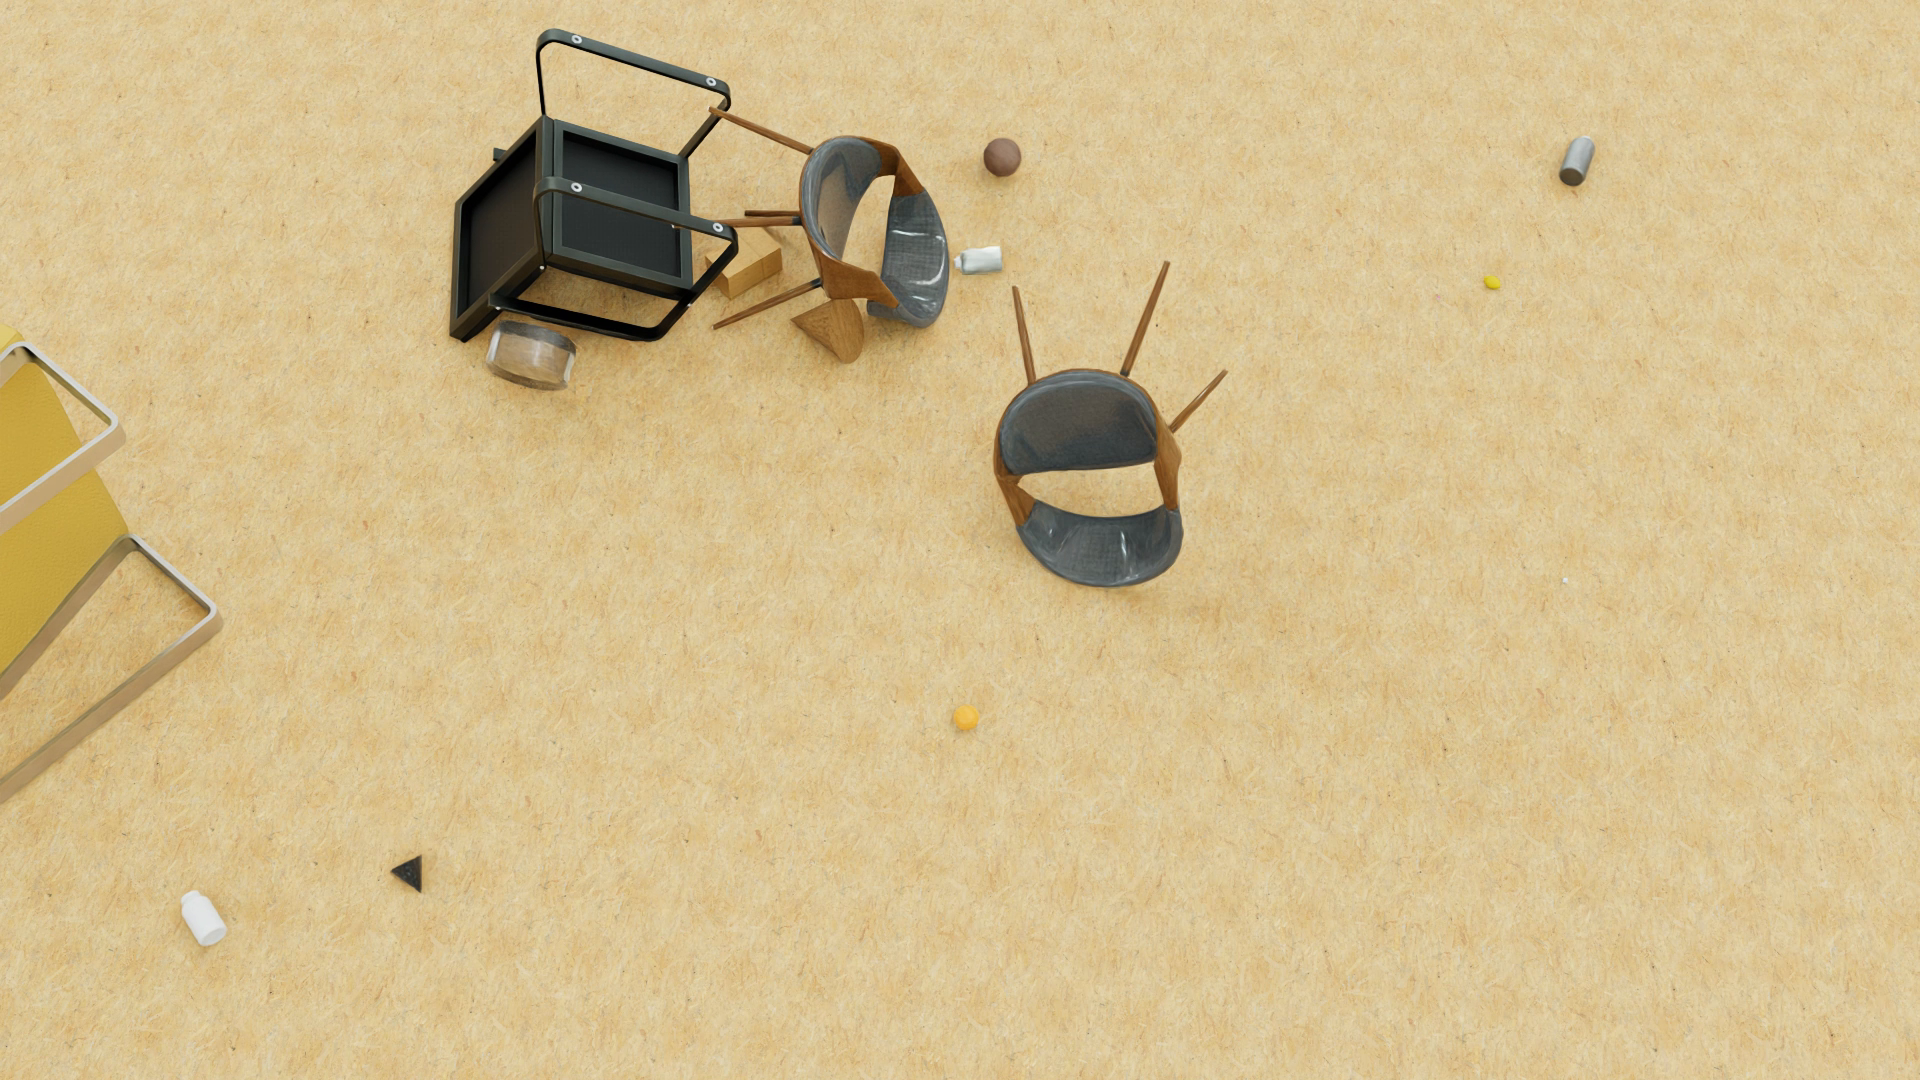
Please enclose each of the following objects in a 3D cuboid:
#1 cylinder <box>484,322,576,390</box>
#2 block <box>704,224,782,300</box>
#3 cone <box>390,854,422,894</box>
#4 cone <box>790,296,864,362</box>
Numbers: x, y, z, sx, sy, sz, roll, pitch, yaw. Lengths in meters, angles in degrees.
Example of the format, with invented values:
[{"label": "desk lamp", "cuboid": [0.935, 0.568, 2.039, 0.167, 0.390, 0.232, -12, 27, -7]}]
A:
[{"label": "cylinder", "cuboid": [-1.327, -0.567, 6.800, 0.260, 0.222, 0.127, 17, 72, -19]}, {"label": "block", "cuboid": [-0.698, -0.898, 7.109, 0.209, 0.112, 0.129, -34, 62, -21]}, {"label": "cone", "cuboid": [-1.475, 0.912, 5.935, 0.096, 0.103, 0.094, -26, 88, -35]}, {"label": "cone", "cuboid": [-0.451, -0.684, 6.971, 0.249, 0.228, 0.153, 13, 40, 38]}]
